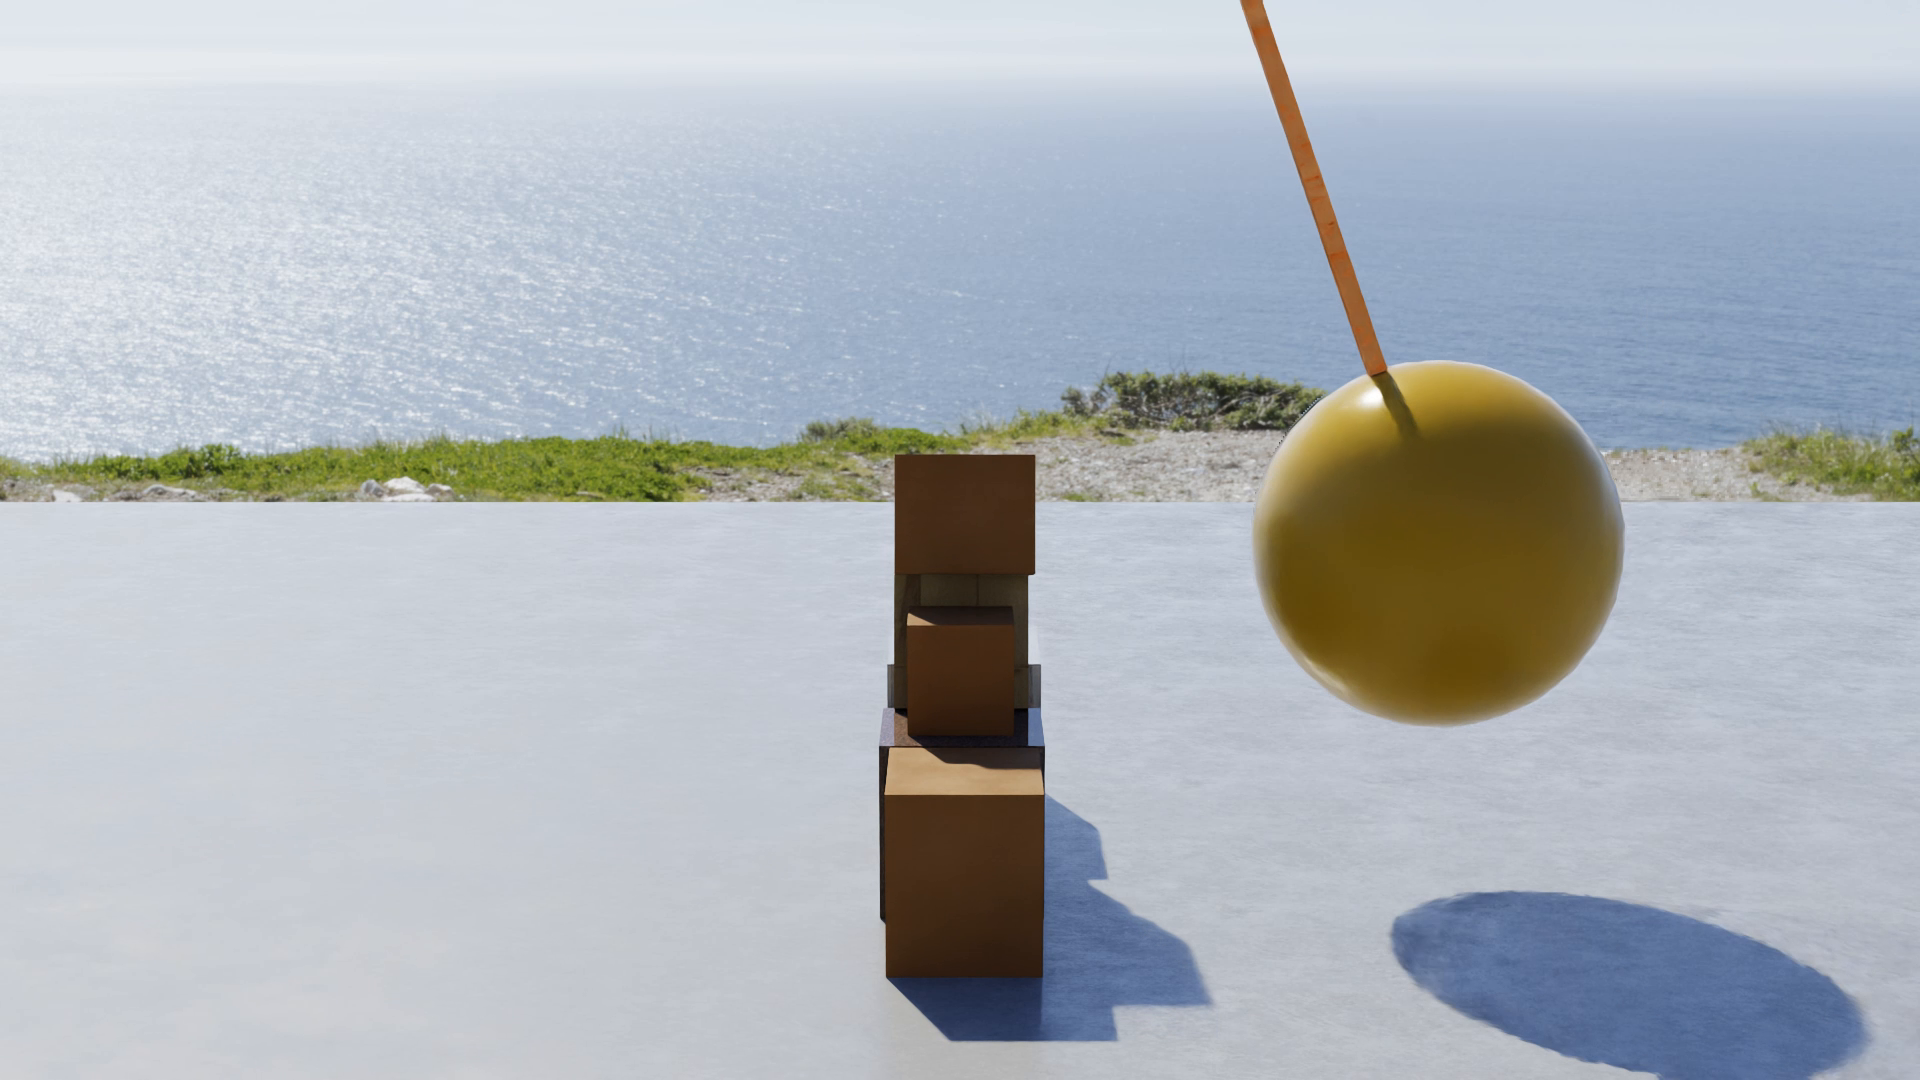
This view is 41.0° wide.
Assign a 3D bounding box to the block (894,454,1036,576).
[{"bbox_3d":[0.022,-0.105,11.441,0.612,0.519,0.626,0,-1,0],"label":"block"}]

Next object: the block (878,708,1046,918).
[{"bbox_3d":[0.008,1.167,11.050,0.691,0.750,0.649,0,10,0],"label":"block"}]

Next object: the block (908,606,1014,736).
[{"bbox_3d":[0.003,0.556,10.987,0.450,0.475,0.393,0,10,0],"label":"block"}]

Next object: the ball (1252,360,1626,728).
[{"bbox_3d":[2.074,0.016,11.183,1.600,1.600,1.600,0,10,0],"label":"ball"}]

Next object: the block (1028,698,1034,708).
[{"bbox_3d":[0.018,1.103,11.680,0.642,0.651,0.594,0,10,0],"label":"block"}]

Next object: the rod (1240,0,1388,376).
[{"bbox_3d":[0.899,-3.123,10.612,0.080,5.200,0.080,-20,10,4],"label":"rod"}]

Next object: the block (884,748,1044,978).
[{"bbox_3d":[0.017,1.292,10.376,0.619,0.745,0.703,0,10,0],"label":"block"}]

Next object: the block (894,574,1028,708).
[{"bbox_3d":[0.006,0.450,11.527,0.589,0.587,0.571,0,-1,0],"label":"block"}]

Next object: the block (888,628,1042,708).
[{"bbox_3d":[0.020,0.903,12.348,0.714,0.805,0.772,0,10,0],"label":"block"}]
